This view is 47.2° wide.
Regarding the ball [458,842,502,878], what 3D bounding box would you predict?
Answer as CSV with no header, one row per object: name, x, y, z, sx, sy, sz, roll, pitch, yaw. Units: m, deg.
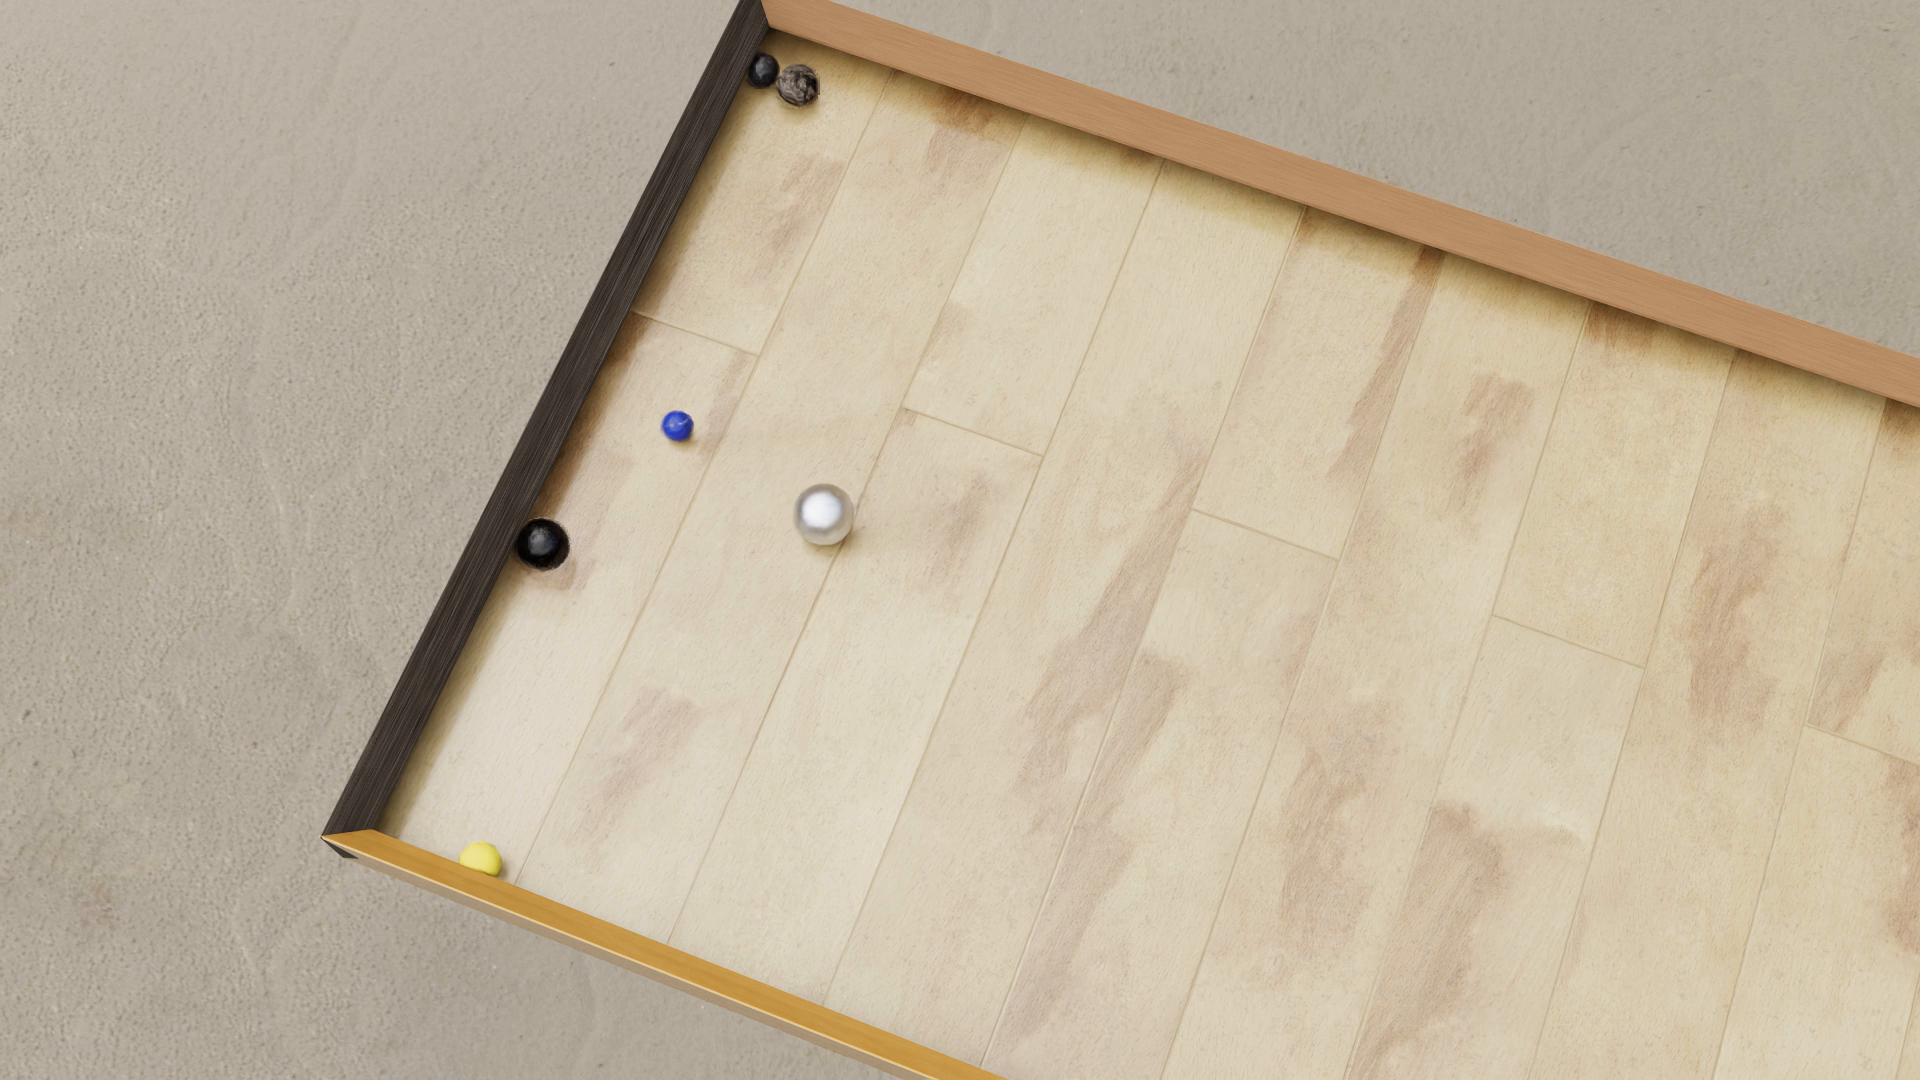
ball,-0.717,0.482,3.286,0.063,0.063,0.063,0,69,0

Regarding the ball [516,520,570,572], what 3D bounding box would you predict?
ball,-0.656,0.009,3.459,0.083,0.083,0.083,0,69,0

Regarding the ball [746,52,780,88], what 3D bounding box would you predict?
ball,-0.340,-0.810,3.791,0.058,0.058,0.058,0,69,0

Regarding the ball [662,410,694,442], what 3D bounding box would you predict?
ball,-0.456,-0.185,3.552,0.051,0.051,0.051,0,69,0

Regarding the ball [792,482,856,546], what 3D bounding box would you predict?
ball,-0.215,-0.041,3.471,0.098,0.098,0.098,0,69,0

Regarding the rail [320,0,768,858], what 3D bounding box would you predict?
rail,-0.622,-0.234,3.529,0.045,0.128,1.606,20,70,8

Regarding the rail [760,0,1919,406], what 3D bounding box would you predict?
rail,0.925,-0.456,3.615,2.761,0.128,0.045,20,70,8

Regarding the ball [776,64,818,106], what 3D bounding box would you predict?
ball,-0.279,-0.781,3.773,0.071,0.071,0.071,0,69,0

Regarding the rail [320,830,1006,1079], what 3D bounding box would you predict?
rail,0.363,0.898,3.088,2.761,0.128,0.045,20,70,8
